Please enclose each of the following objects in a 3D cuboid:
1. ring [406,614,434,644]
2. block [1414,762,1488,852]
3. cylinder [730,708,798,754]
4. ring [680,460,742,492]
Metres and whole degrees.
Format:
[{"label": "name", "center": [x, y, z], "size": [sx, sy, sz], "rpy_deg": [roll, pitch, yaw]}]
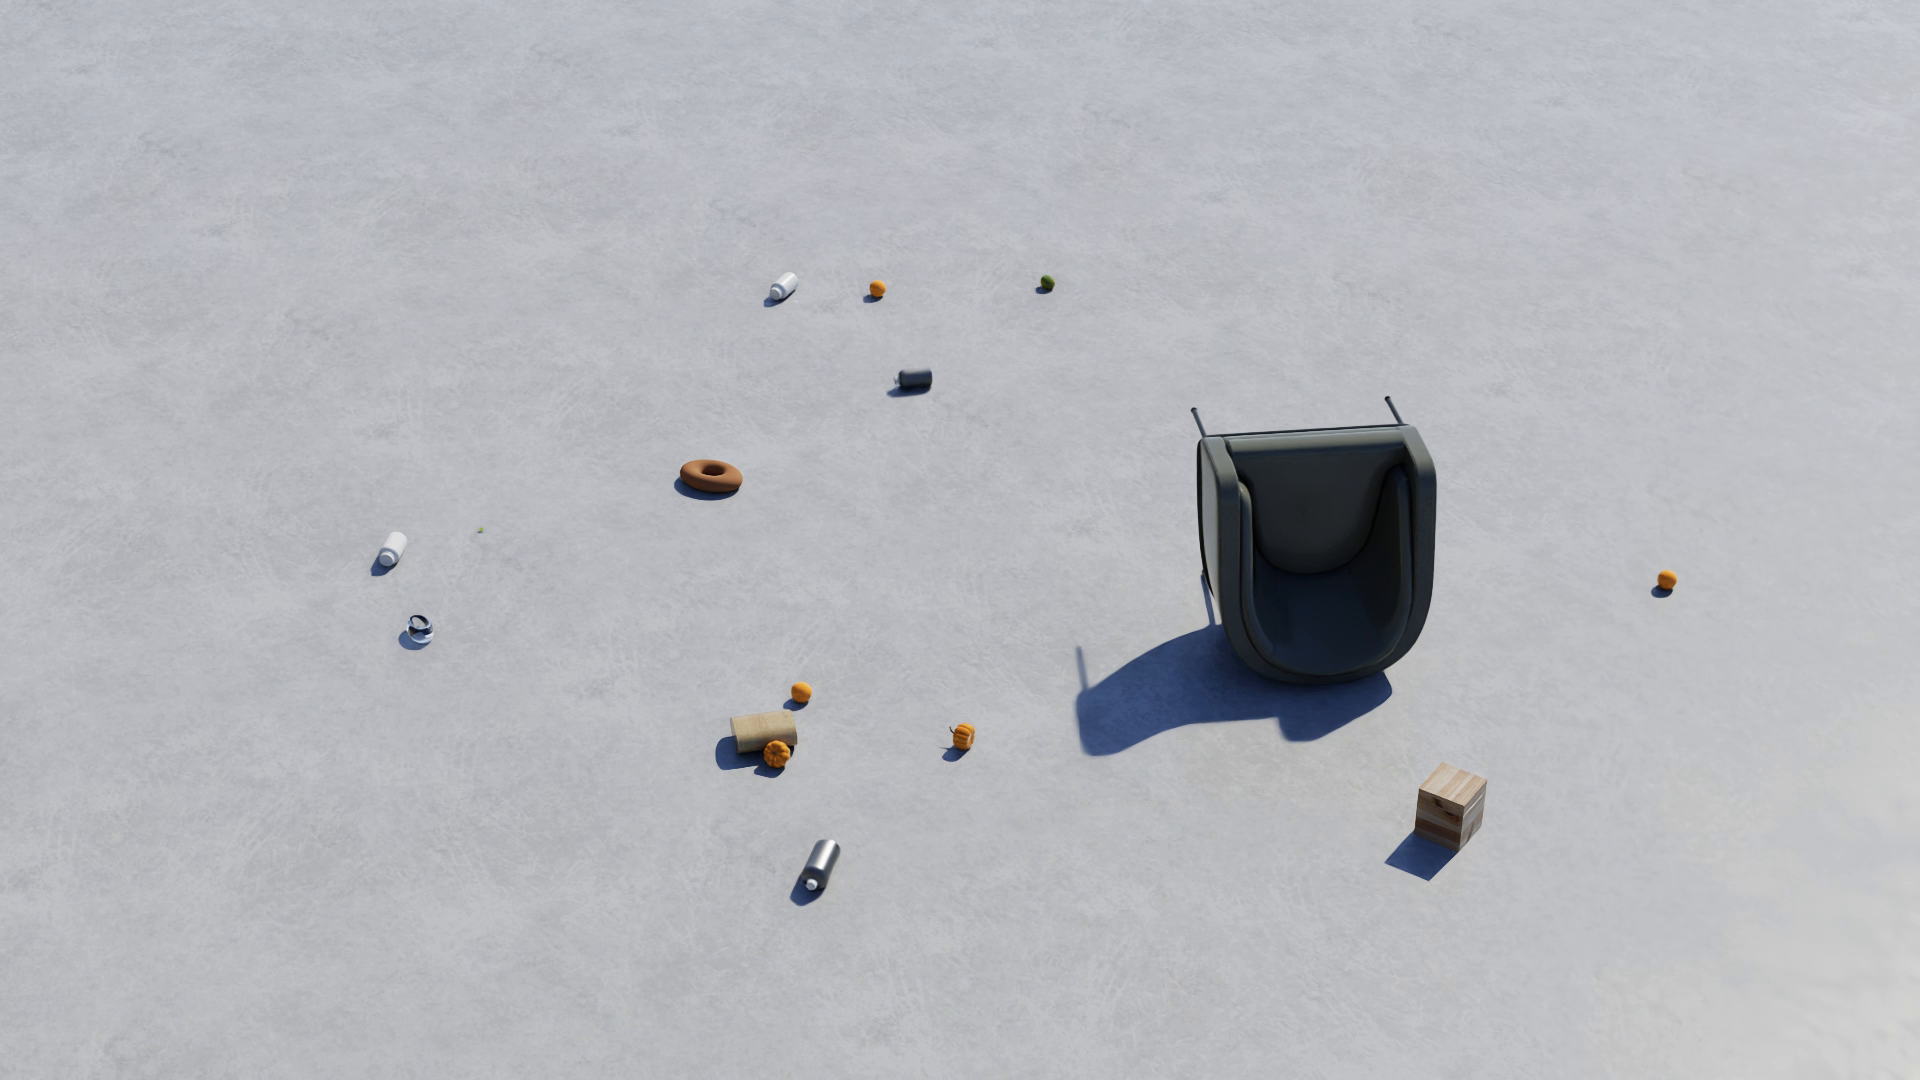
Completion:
[{"label": "ring", "center": [-1.918, 0.316, 10.414], "size": [0.090, 0.057, 0.138], "rpy_deg": [-18, 39, -23]}, {"label": "block", "center": [1.583, 0.862, 9.464], "size": [0.161, 0.190, 0.165], "rpy_deg": [21, 39, 28]}, {"label": "cylinder", "center": [-0.662, 0.644, 9.878], "size": [0.201, 0.098, 0.170], "rpy_deg": [-8, 31, -11]}, {"label": "ring", "center": [-0.955, -0.246, 11.260], "size": [0.259, 0.065, 0.172], "rpy_deg": [13, 34, 20]}]
